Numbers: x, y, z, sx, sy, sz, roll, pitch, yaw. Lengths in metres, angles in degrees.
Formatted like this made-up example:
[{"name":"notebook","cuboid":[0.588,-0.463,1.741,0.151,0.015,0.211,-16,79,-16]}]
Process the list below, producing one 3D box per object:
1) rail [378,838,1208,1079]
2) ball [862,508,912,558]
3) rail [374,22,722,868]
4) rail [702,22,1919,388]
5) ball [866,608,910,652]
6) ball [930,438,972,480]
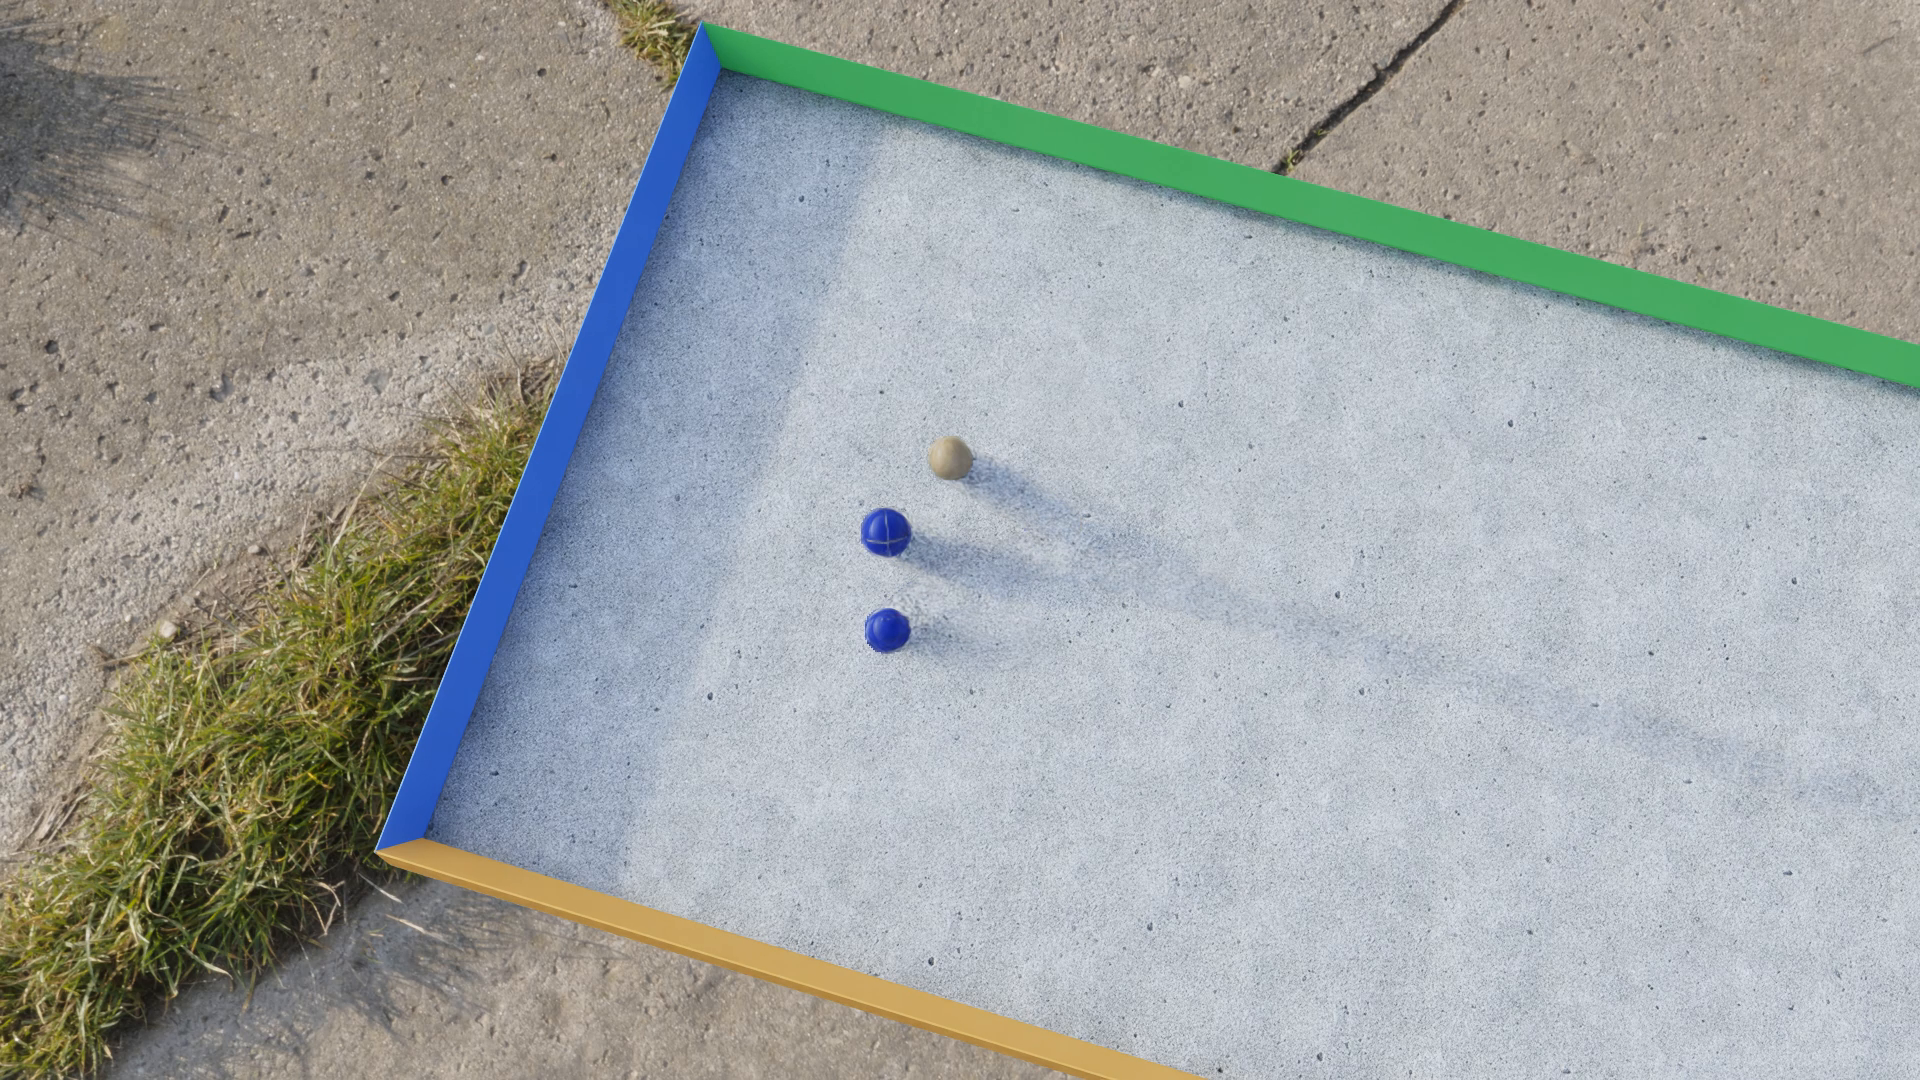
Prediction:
[{"name":"rail","cuboid":[0.437,0.816,3.123,2.680,0.100,0.045,16,72,5]},{"name":"ball","cuboid":[-0.114,-0.011,3.422,0.077,0.077,0.077,0,71,0]},{"name":"rail","cuboid":[-0.619,-0.182,3.469,0.045,0.100,1.456,16,72,5]},{"name":"rail","cuboid":[0.845,-0.458,3.564,2.680,0.100,0.045,16,72,5]},{"name":"ball","cuboid":[-0.110,0.138,3.376,0.068,0.068,0.068,0,71,0]},{"name":"ball","cuboid":[-0.014,-0.127,3.467,0.068,0.068,0.068,0,71,0]}]
